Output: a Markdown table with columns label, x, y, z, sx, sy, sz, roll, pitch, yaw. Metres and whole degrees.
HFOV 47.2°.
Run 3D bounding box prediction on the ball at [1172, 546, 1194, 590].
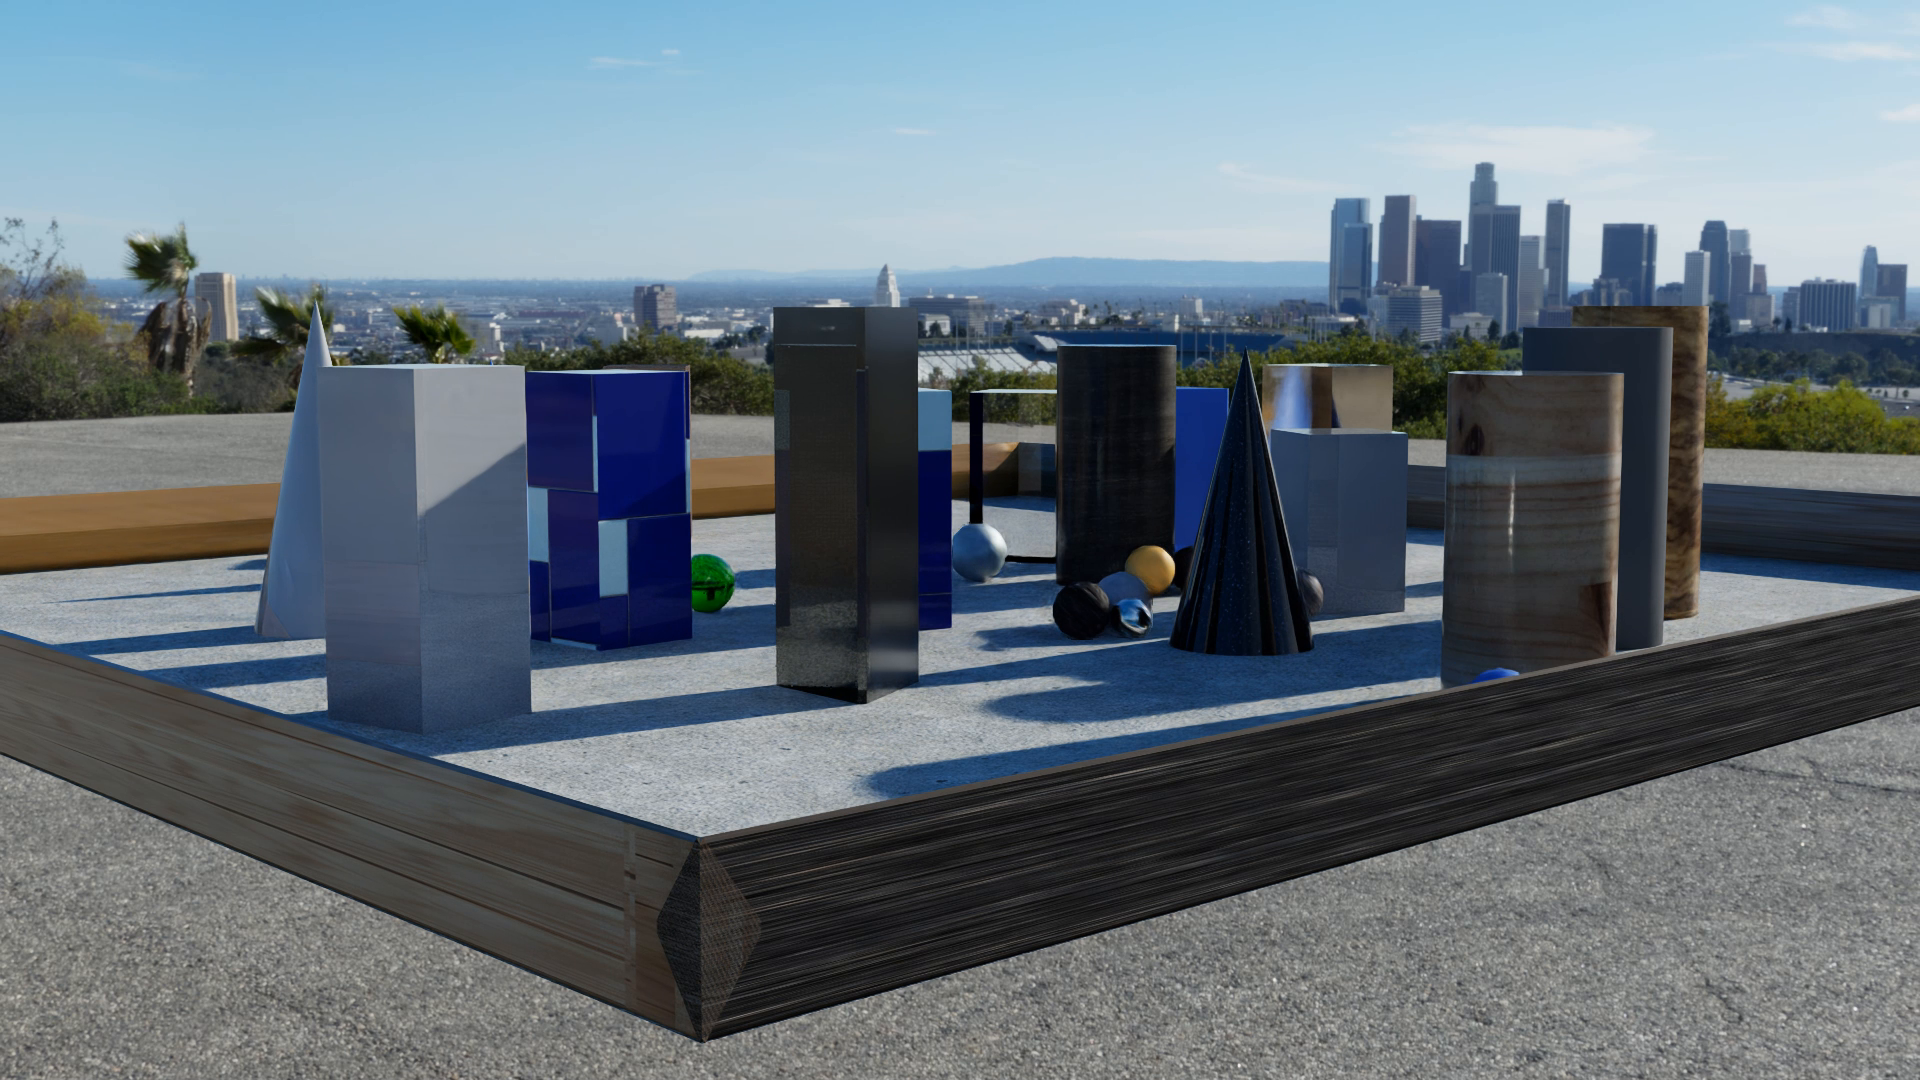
| label | x | y | z | sx | sy | sz | roll | pitch | yaw |
| --- | --- | --- | --- | --- | --- | --- | --- | --- | --- |
| ball | 0.366 | 0.046 | 3.467 | 0.072 | 0.072 | 0.072 | 0 | 6 | 0 |

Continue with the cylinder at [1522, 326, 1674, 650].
| label | x | y | z | sx | sy | sz | roll | pitch | yaw |
| --- | --- | --- | --- | --- | --- | --- | --- | --- | --- |
| cylinder | 0.849 | -0.075 | 2.951 | 0.193 | 0.420 | 0.193 | 0 | 6 | 0 |

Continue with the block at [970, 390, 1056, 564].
| label | x | y | z | sx | sy | sz | roll | pitch | yaw |
| --- | --- | --- | --- | --- | --- | --- | --- | --- | --- |
| block | 0.111 | -0.117 | 3.934 | 0.154 | 0.298 | 0.154 | 2 | 6 | 14 |

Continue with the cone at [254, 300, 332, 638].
| label | x | y | z | sx | sy | sz | roll | pitch | yaw |
| --- | --- | --- | --- | --- | --- | --- | --- | --- | --- |
| cone | -0.887 | -0.105 | 3.050 | 0.193 | 0.460 | 0.193 | 0 | 6 | 0 |

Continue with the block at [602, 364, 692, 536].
| label | x | y | z | sx | sy | sz | roll | pitch | yaw |
| --- | --- | --- | --- | --- | --- | --- | --- | --- | --- |
| block | -0.599 | -0.167 | 4.230 | 0.154 | 0.336 | 0.154 | 0 | 6 | -4 |

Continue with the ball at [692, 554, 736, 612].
| label | x | y | z | sx | sy | sz | roll | pitch | yaw |
| --- | --- | --- | --- | --- | --- | --- | --- | --- | --- |
| ball | -0.374 | 0.063 | 3.233 | 0.087 | 0.087 | 0.087 | 0 | 6 | 0 |

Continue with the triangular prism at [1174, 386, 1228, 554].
| label | x | y | z | sx | sy | sz | roll | pitch | yaw |
| --- | --- | --- | --- | --- | --- | --- | --- | --- | --- |
| triangular prism | 0.380 | -0.123 | 3.973 | 0.167 | 0.304 | 0.145 | -1 | 6 | -12 |

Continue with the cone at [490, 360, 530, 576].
| label | x | y | z | sx | sy | sz | roll | pitch | yaw |
| --- | --- | --- | --- | --- | --- | --- | --- | --- | --- |
| cone | -0.792 | -0.127 | 3.735 | 0.193 | 0.360 | 0.193 | 0 | 6 | 0 |

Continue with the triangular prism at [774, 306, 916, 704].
| label | x | y | z | sx | sy | sz | roll | pitch | yaw |
| --- | --- | --- | --- | --- | --- | --- | --- | --- | --- |
| triangular prism | -0.108 | -0.048 | 2.572 | 0.145 | 0.446 | 0.167 | -5 | 8 | -40 |

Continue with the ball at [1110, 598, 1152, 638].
| label | x | y | z | sx | sy | sz | roll | pitch | yaw |
| --- | --- | --- | --- | --- | --- | --- | --- | --- | --- |
| ball | 0.231 | 0.106 | 2.978 | 0.055 | 0.055 | 0.055 | 0 | 6 | 0 |

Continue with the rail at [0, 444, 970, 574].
| label | x | y | z | sx | sy | sz | roll | pitch | yaw |
| --- | --- | --- | --- | --- | --- | --- | --- | --- | --- |
| rail | -0.915 | -0.071 | 4.318 | 2.961 | 0.125 | 0.045 | -6 | 8 | -42 |

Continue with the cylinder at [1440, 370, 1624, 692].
| label | x | y | z | sx | sy | sz | roll | pitch | yaw |
| --- | --- | --- | --- | --- | --- | --- | --- | --- | --- |
| cylinder | 0.649 | -0.003 | 2.500 | 0.193 | 0.372 | 0.193 | 0 | 6 | 0 |

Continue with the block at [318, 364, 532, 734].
| label | x | y | z | sx | sy | sz | roll | pitch | yaw |
| --- | --- | --- | --- | --- | --- | --- | --- | --- | --- |
| block | -0.581 | 0.003 | 2.394 | 0.154 | 0.383 | 0.154 | 4 | 7 | 35 |

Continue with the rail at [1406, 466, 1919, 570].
| label | x | y | z | sx | sy | sz | roll | pitch | yaw |
| --- | --- | --- | --- | --- | --- | --- | --- | --- | --- |
| rail | 1.071 | -0.071 | 4.314 | 0.045 | 0.125 | 2.746 | -6 | 8 | -42 |

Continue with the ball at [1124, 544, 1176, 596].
| label | x | y | z | sx | sy | sz | roll | pitch | yaw |
| --- | --- | --- | --- | --- | --- | --- | --- | --- | --- |
| ball | 0.296 | 0.047 | 3.427 | 0.079 | 0.079 | 0.079 | 0 | 6 | 0 |

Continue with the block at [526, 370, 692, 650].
| label | x | y | z | sx | sy | sz | roll | pitch | yaw |
| --- | --- | --- | --- | --- | --- | --- | --- | --- | --- |
| block | -0.472 | -0.046 | 2.961 | 0.154 | 0.361 | 0.154 | 6 | 8 | 43 |

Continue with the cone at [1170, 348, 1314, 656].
| label | x | y | z | sx | sy | sz | roll | pitch | yaw |
| --- | --- | --- | --- | --- | --- | --- | --- | --- | --- |
| cone | 0.375 | -0.058 | 2.905 | 0.193 | 0.397 | 0.193 | 0 | 6 | 0 |

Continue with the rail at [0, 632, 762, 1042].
| label | x | y | z | sx | sy | sz | roll | pitch | yaw |
| --- | --- | --- | --- | --- | --- | --- | --- | --- | --- |
| rail | -1.071 | 0.136 | 2.350 | 0.045 | 0.125 | 2.746 | -6 | 8 | -42 |

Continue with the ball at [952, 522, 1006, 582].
| label | x | y | z | sx | sy | sz | roll | pitch | yaw |
| --- | --- | --- | --- | --- | --- | --- | --- | --- | --- |
| ball | 0.029 | 0.020 | 3.606 | 0.095 | 0.095 | 0.095 | 0 | 6 | 0 |

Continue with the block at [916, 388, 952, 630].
| label | x | y | z | sx | sy | sz | roll | pitch | yaw |
| --- | --- | --- | --- | --- | --- | --- | --- | --- | --- |
| block | -0.111 | -0.046 | 3.104 | 0.154 | 0.331 | 0.154 | -2 | 6 | -21 |

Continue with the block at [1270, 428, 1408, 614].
| label | x | y | z | sx | sy | sz | roll | pitch | yaw |
| --- | --- | --- | --- | --- | --- | --- | --- | --- | --- |
| block | 0.563 | -0.031 | 3.288 | 0.154 | 0.263 | 0.154 | -1 | 6 | -13 |

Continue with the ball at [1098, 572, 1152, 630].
| label | x | y | z | sx | sy | sz | roll | pitch | yaw |
| --- | --- | --- | --- | --- | --- | --- | --- | --- | --- |
| ball | 0.225 | 0.085 | 3.054 | 0.081 | 0.081 | 0.081 | 0 | 6 | 0 |

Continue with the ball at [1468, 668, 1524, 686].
| label | x | y | z | sx | sy | sz | roll | pitch | yaw |
| --- | --- | --- | --- | --- | --- | --- | --- | --- | --- |
| ball | 0.552 | 0.171 | 2.244 | 0.080 | 0.080 | 0.080 | 0 | 6 | 0 |

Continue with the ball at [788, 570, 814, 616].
| label | x | y | z | sx | sy | sz | roll | pitch | yaw |
| --- | --- | --- | --- | --- | --- | --- | --- | --- | --- |
| ball | -0.216 | 0.077 | 3.198 | 0.067 | 0.067 | 0.067 | 0 | 6 | 0 |

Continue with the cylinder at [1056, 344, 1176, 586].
| label | x | y | z | sx | sy | sz | roll | pitch | yaw |
| --- | --- | --- | --- | --- | --- | --- | --- | --- | --- |
| cylinder | 0.253 | -0.122 | 3.566 | 0.193 | 0.386 | 0.193 | 0 | 6 | 0 |

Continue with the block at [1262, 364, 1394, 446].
| label | x | y | z | sx | sy | sz | roll | pitch | yaw |
| --- | --- | --- | --- | --- | --- | --- | --- | --- | --- |
| block | 0.620 | -0.121 | 3.724 | 0.154 | 0.350 | 0.154 | -5 | 8 | -39 |

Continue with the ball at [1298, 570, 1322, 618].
| label | x | y | z | sx | sy | sz | roll | pitch | yaw |
| --- | --- | --- | --- | --- | --- | --- | --- | --- | --- |
| ball | 0.481 | 0.079 | 3.147 | 0.074 | 0.074 | 0.074 | 0 | 6 | 0 |

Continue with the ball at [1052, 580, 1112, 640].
| label | x | y | z | sx | sy | sz | roll | pitch | yaw |
| --- | --- | --- | --- | --- | --- | --- | --- | --- | --- |
| ball | 0.165 | 0.095 | 2.974 | 0.079 | 0.079 | 0.079 | 0 | 6 | 0 |

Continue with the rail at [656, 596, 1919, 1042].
| label | x | y | z | sx | sy | sz | roll | pitch | yaw |
| --- | --- | --- | --- | --- | --- | --- | --- | --- | --- |
| rail | 0.915 | 0.136 | 2.346 | 2.961 | 0.125 | 0.045 | -6 | 8 | -42 |

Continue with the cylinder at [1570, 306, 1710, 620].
| label | x | y | z | sx | sy | sz | roll | pitch | yaw |
| --- | --- | --- | --- | --- | --- | --- | --- | --- | --- |
| cylinder | 0.990 | -0.118 | 3.228 | 0.193 | 0.448 | 0.193 | 0 | 6 | 0 |
